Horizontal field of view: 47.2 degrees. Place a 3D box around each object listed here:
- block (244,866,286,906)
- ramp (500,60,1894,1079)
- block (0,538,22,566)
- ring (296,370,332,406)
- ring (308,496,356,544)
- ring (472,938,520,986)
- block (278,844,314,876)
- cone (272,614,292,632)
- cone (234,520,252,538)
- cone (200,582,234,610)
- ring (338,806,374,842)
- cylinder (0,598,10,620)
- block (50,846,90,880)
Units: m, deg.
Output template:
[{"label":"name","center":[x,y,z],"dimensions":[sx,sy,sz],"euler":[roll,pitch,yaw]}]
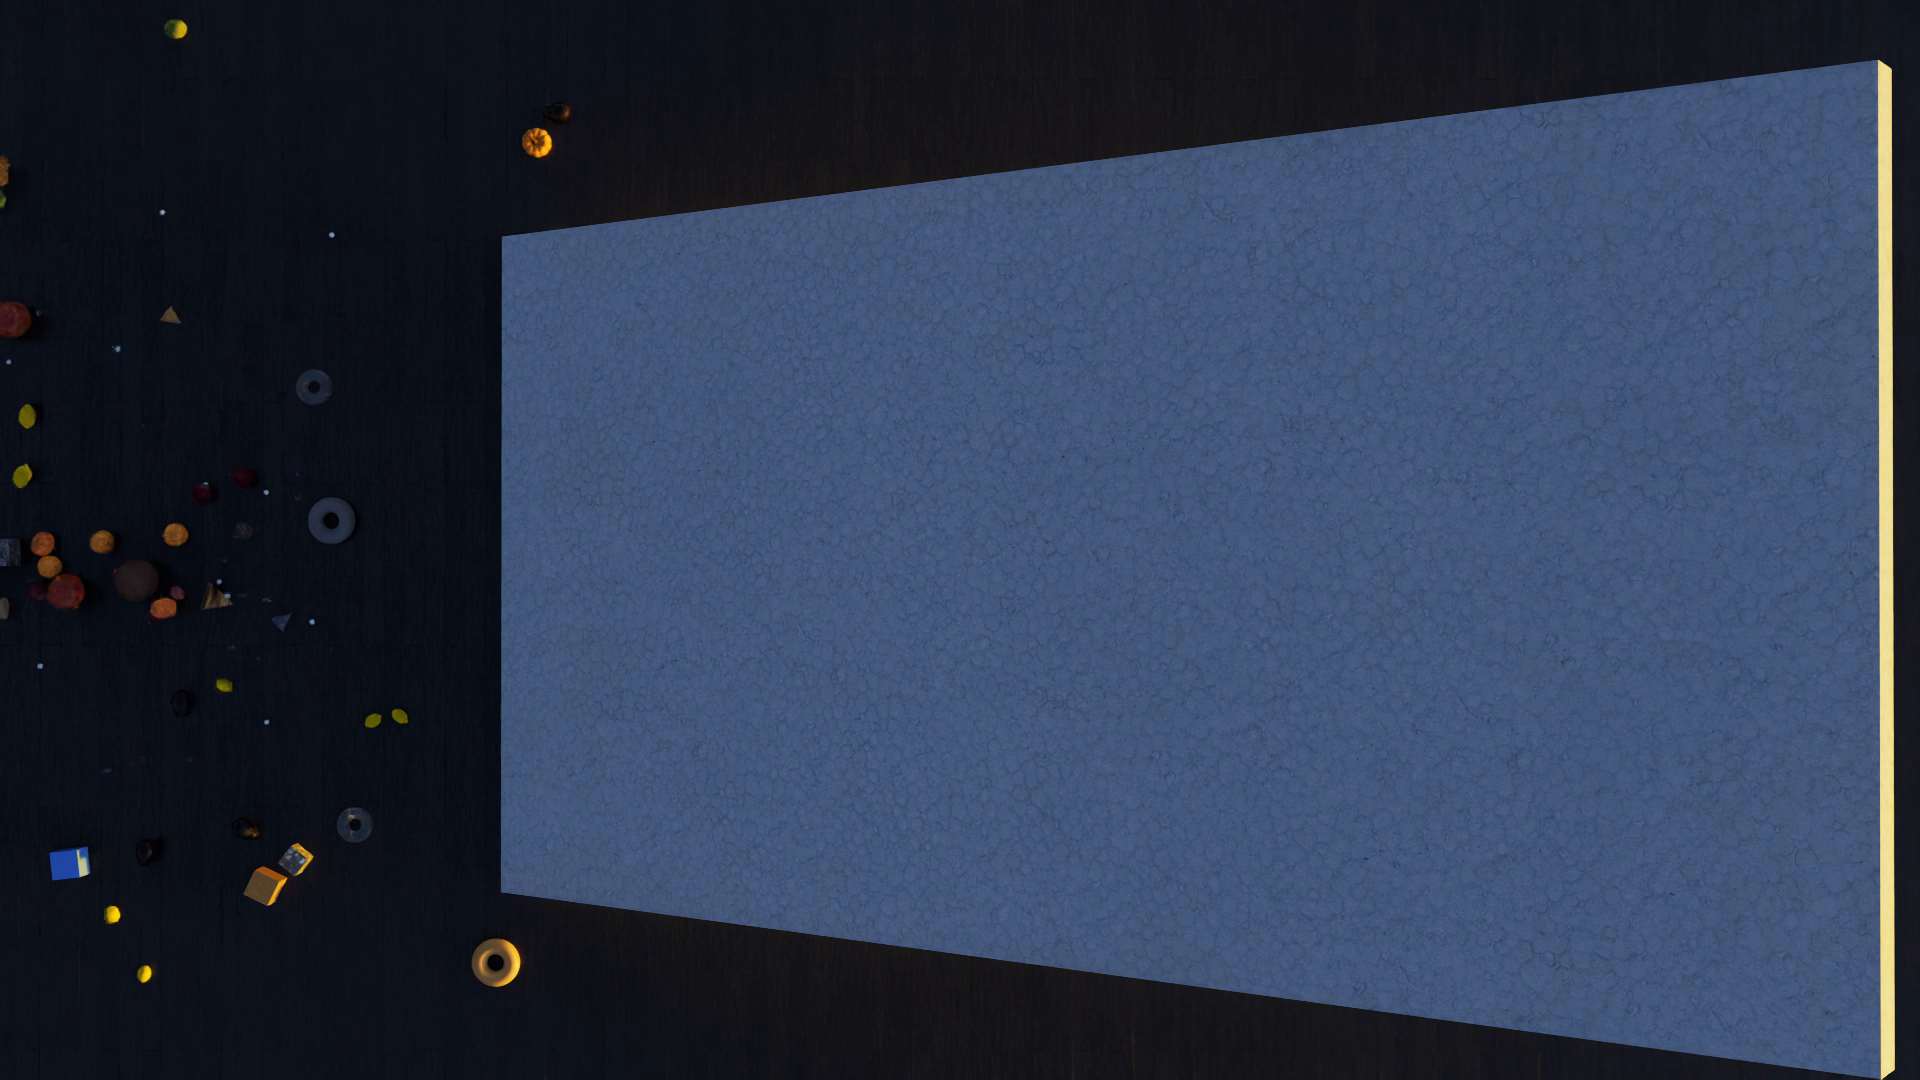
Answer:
[{"label":"block","center":[-2.129,1.060,6.741],"dimensions":[0.082,0.082,0.082],"euler":[26,90,0]},{"label":"ramp","center":[0.233,0.065,5.552],"dimensions":[4.000,0.100,2.000],"euler":[0,89,37]},{"label":"block","center":[-2.942,0.040,6.749],"dimensions":[0.082,0.082,0.082],"euler":[-4,90,0]},{"label":"ring","center":[-1.990,-0.471,6.775],"dimensions":[0.112,0.037,0.112],"euler":[0,91,1]},{"label":"ring","center":[-1.933,-0.059,6.767],"dimensions":[0.146,0.049,0.146],"euler":[0,91,1]},{"label":"ring","center":[-1.426,1.298,6.756],"dimensions":[0.150,0.050,0.150],"euler":[0,91,0]},{"label":"block","center":[-2.038,0.981,6.750],"dimensions":[0.066,0.066,0.066],"euler":[38,90,0]},{"label":"cone","center":[-2.081,0.243,6.776],"dimensions":[0.055,0.055,0.055],"euler":[48,63,0]},{"label":"cone","center":[-2.223,-0.019,6.777],"dimensions":[0.058,0.058,0.058],"euler":[-34,90,26]},{"label":"cone","center":[-2.277,0.187,6.768],"dimensions":[0.090,0.090,0.090],"euler":[20,90,-27]},{"label":"ring","center":[-1.861,0.877,6.766],"dimensions":[0.111,0.037,0.111],"euler":[0,90,-1]},{"label":"cylinder","center":[-2.968,0.210,6.755],"dimensions":[0.068,0.068,0.068],"euler":[-1,90,0]},{"label":"block","center":[-2.728,0.991,6.741],"dimensions":[0.084,0.084,0.084],"euler":[-6,90,0]}]
